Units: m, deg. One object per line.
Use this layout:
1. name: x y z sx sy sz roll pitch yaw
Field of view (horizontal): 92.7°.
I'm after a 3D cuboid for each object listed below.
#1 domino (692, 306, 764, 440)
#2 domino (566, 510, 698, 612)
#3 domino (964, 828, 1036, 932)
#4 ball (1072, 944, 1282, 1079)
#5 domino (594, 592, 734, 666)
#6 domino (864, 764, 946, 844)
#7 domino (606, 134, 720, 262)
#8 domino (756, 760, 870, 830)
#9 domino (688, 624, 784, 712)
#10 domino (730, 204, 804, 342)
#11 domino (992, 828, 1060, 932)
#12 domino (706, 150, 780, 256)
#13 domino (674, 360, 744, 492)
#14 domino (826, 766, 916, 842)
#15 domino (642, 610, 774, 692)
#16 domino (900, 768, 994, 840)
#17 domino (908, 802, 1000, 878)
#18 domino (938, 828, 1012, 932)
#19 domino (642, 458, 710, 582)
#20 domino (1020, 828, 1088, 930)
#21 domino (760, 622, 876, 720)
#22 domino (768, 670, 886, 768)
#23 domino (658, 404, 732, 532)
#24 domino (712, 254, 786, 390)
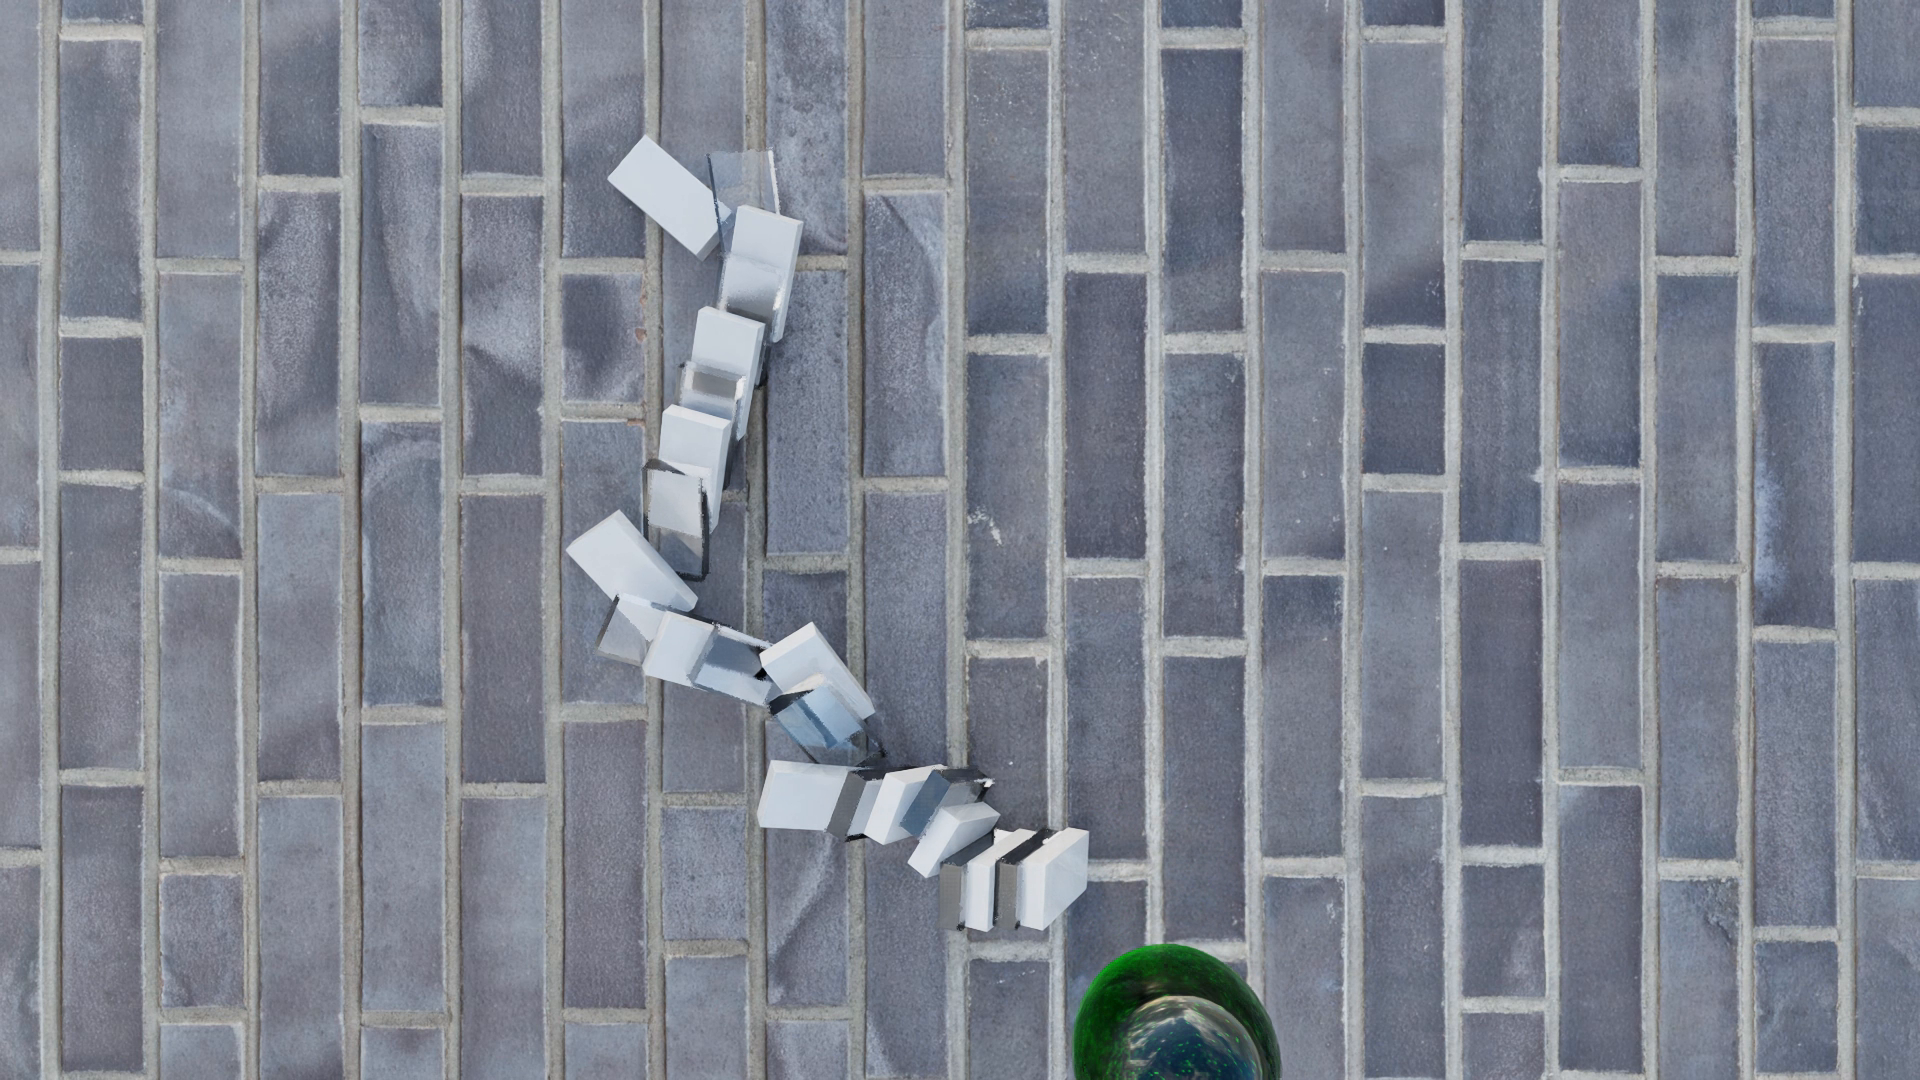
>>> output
1. domino: -0.100 -0.069 0.385 0.025 0.010 0.050 17 116 -1
2. domino: -0.137 0.015 0.385 0.025 0.010 0.050 -32 111 10
3. domino: 0.018 0.138 0.376 0.010 0.050 0.025 3 90 27
4. ball: 0.084 0.202 0.360 0.080 0.080 0.080 0 90 0
5. domino: -0.123 0.041 0.382 0.050 0.010 0.025 22 96 -31
6. domino: -0.019 0.107 0.375 0.010 0.050 0.025 20 90 25
7. domino: -0.123 -0.147 0.395 0.050 0.010 0.025 41 90 0
8. domino: -0.057 0.108 0.383 0.050 0.010 0.025 11 102 -24
9. domino: -0.084 0.056 0.383 0.050 0.009 0.025 27 90 -31
10. domino: -0.084 -0.111 0.384 0.025 0.009 0.050 16 116 -2
11. domino: 0.029 0.138 0.376 0.010 0.050 0.025 3 90 27
12. domino: -0.089 -0.136 0.385 0.025 0.010 0.050 -3 115 0
13. domino: -0.107 -0.047 0.385 0.025 0.009 0.050 15 115 0
14. domino: -0.032 0.107 0.376 0.009 0.050 0.025 20 90 30
15. domino: -0.103 0.050 0.383 0.050 0.009 0.025 23 93 -31
16. domino: -0.005 0.107 0.375 0.009 0.050 0.025 32 90 24
17. domino: -0.001 0.122 0.375 0.010 0.050 0.025 32 90 24
18. domino: 0.007 0.138 0.376 0.009 0.050 0.025 3 90 27
19. domino: -0.119 -0.008 0.384 0.025 0.009 0.050 10 119 0
20. domino: 0.040 0.138 0.376 0.010 0.050 0.025 3 90 27
21. domino: -0.059 0.060 0.382 0.025 0.009 0.050 -31 123 -2
22. domino: -0.055 0.079 0.382 0.025 0.010 0.050 -32 123 0
23. domino: -0.112 -0.029 0.383 0.025 0.010 0.050 16 119 -1
24. domino: -0.091 -0.091 0.384 0.025 0.010 0.050 17 116 -2
